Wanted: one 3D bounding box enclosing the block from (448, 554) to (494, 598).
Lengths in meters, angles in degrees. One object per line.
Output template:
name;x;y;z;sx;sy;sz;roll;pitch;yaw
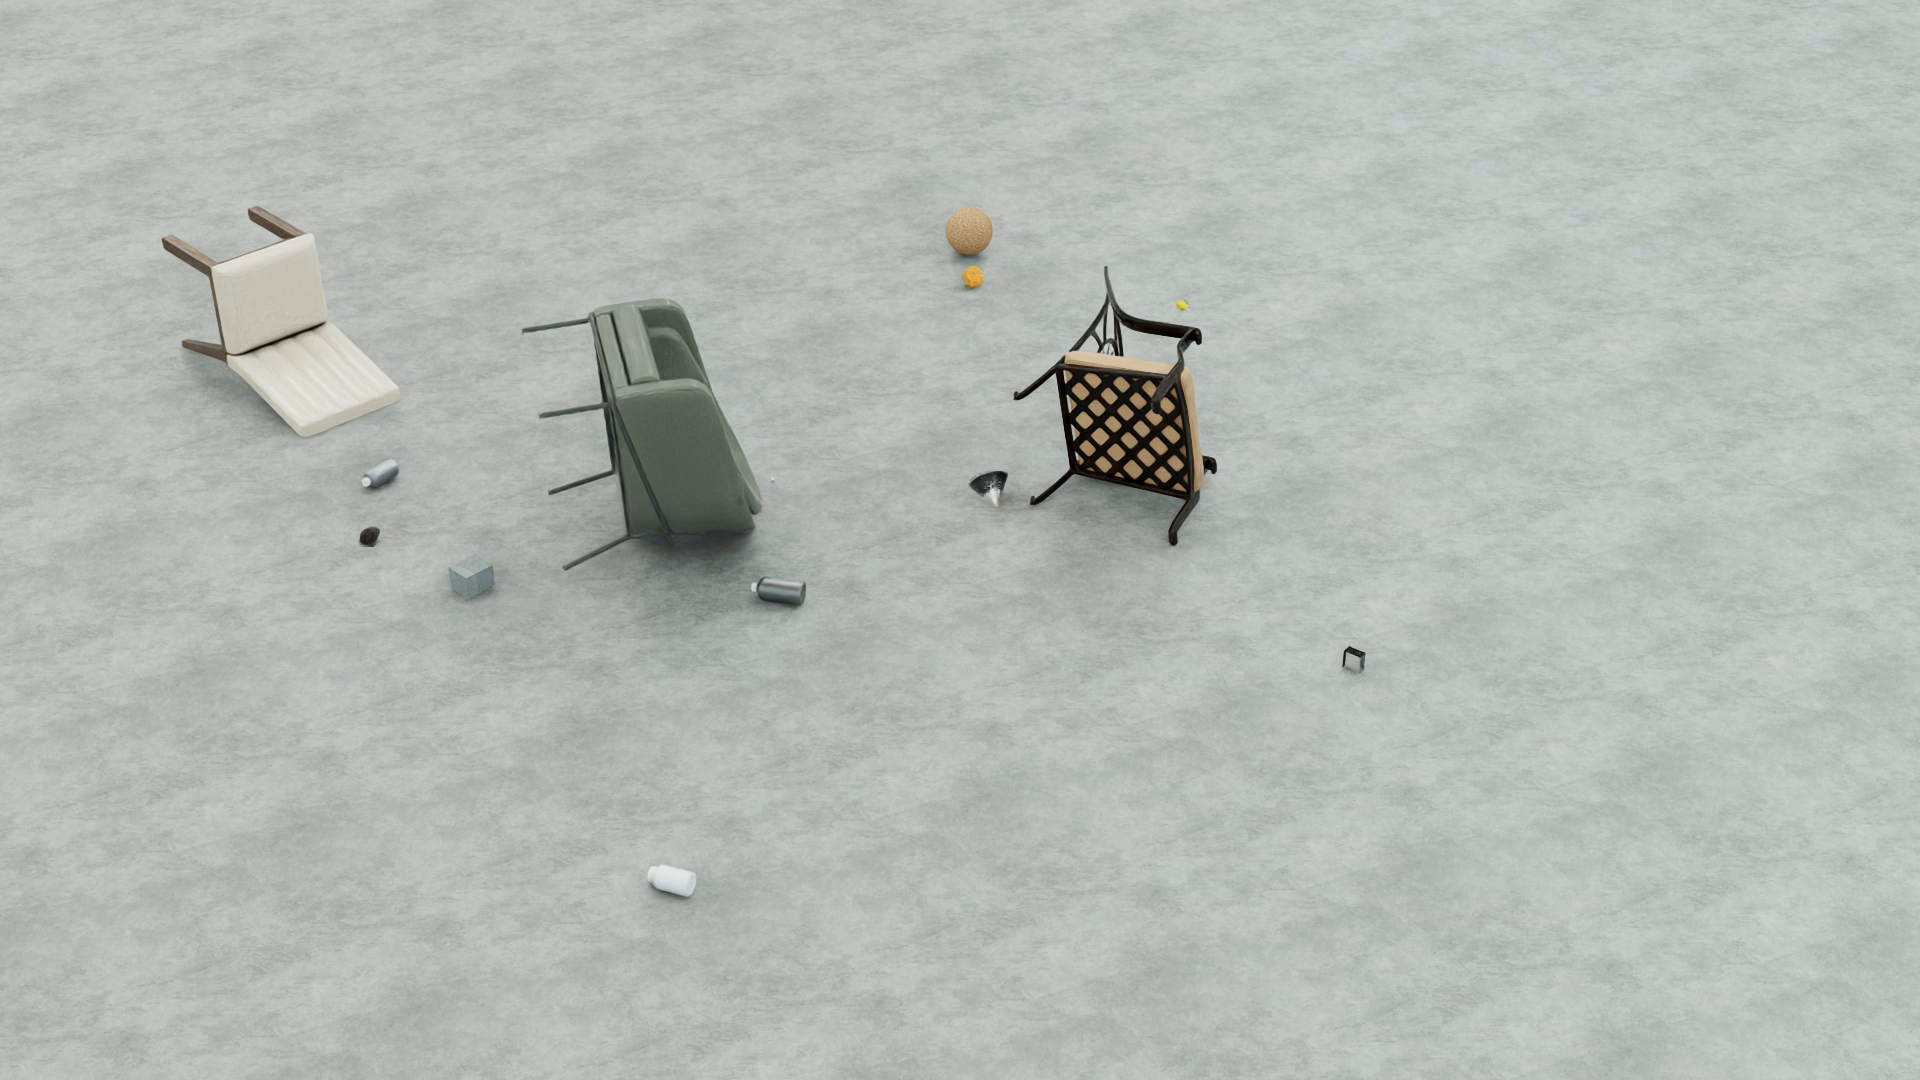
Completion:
block;-1.775;0.132;10.663;0.102;0.089;0.121;27;42;35

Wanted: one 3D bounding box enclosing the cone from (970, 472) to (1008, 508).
cone;0.124;-0.176;11.152;0.154;0.155;0.115;-6;67;-28

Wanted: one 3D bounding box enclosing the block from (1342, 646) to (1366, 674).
block;1.376;0.420;10.242;0.067;0.071;0.037;23;40;30

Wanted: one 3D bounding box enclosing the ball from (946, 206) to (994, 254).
ball;0.040;-1.349;12.802;0.209;0.209;0.209;0;33;0
